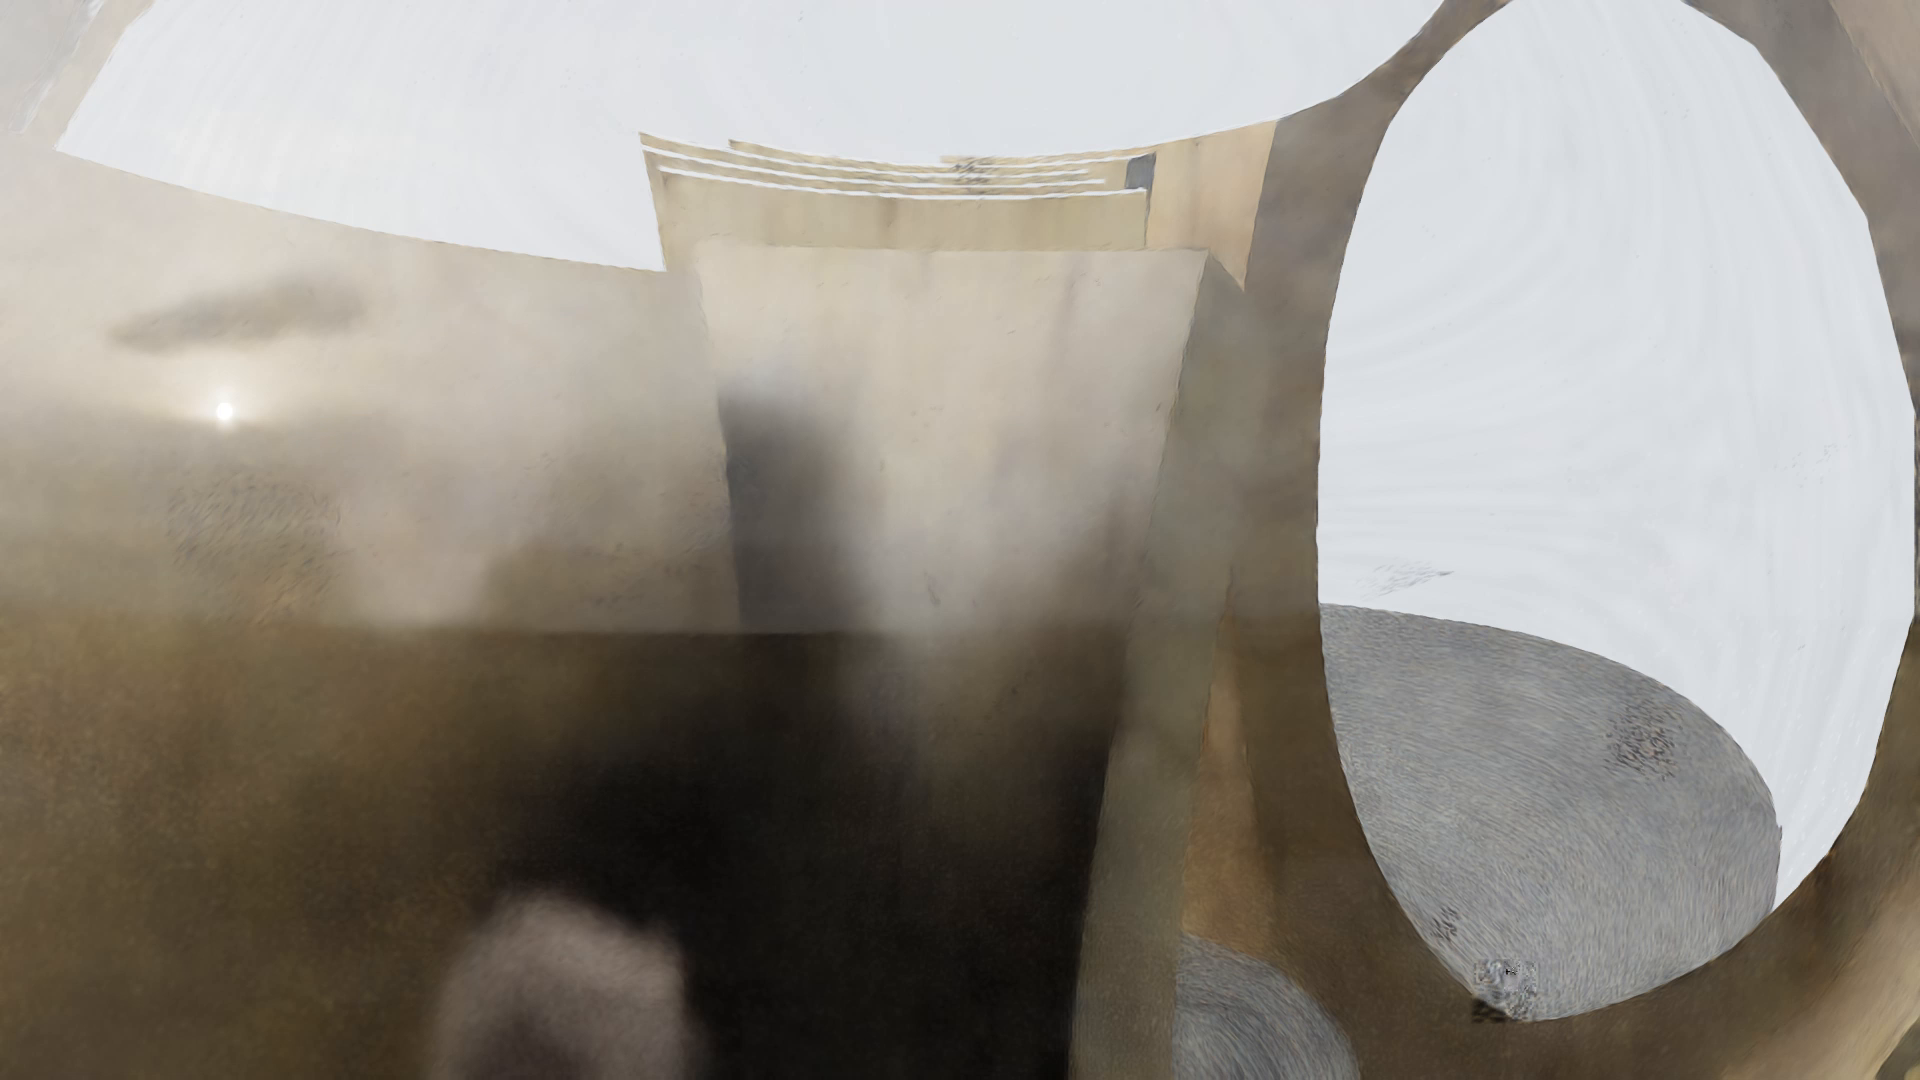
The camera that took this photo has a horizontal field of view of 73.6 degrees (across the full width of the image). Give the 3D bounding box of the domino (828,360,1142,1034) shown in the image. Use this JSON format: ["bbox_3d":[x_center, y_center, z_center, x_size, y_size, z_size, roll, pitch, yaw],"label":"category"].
[{"bbox_3d":[-0.002,0.010,0.102,0.025,0.050,0.009,2,-22,25],"label":"domino"}]

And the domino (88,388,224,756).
[{"bbox_3d":[-0.116,0.004,0.187,0.010,0.050,0.025,-2,5,-20],"label":"domino"}]

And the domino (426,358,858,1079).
[{"bbox_3d":[-0.022,0.011,0.092,0.025,0.050,0.009,1,-27,-14],"label":"domino"}]

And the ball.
[{"bbox_3d":[0.001,-0.001,0.052,0.080,0.080,0.080,0,4,0],"label":"ball"}]

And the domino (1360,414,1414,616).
[{"bbox_3d":[0.113,-0.007,0.330,0.009,0.050,0.025,4,6,41],"label":"domino"}]

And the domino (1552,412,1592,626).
[{"bbox_3d":[0.138,-0.005,0.303,0.025,0.050,0.009,-3,5,-36],"label":"domino"}]

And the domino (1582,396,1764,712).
[{"bbox_3d":[0.119,0.001,0.215,0.009,0.050,0.025,-2,5,-19],"label":"domino"}]

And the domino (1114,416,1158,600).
[{"bbox_3d":[0.048,-0.009,0.360,0.009,0.050,0.025,0,4,-2],"label":"domino"}]

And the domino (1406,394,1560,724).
[{"bbox_3d":[0.083,0.002,0.207,0.009,0.050,0.025,-1,4,-11],"label":"domino"}]

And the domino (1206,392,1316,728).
[{"bbox_3d":[0.047,0.002,0.203,0.009,0.050,0.025,0,4,-3],"label":"domino"}]

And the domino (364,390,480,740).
[{"bbox_3d":[-0.081,0.003,0.195,0.009,0.050,0.025,-1,4,-7],"label":"domino"}]

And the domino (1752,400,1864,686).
[{"bbox_3d":[0.149,0.000,0.235,0.025,0.050,0.009,3,5,33],"label":"domino"}]
